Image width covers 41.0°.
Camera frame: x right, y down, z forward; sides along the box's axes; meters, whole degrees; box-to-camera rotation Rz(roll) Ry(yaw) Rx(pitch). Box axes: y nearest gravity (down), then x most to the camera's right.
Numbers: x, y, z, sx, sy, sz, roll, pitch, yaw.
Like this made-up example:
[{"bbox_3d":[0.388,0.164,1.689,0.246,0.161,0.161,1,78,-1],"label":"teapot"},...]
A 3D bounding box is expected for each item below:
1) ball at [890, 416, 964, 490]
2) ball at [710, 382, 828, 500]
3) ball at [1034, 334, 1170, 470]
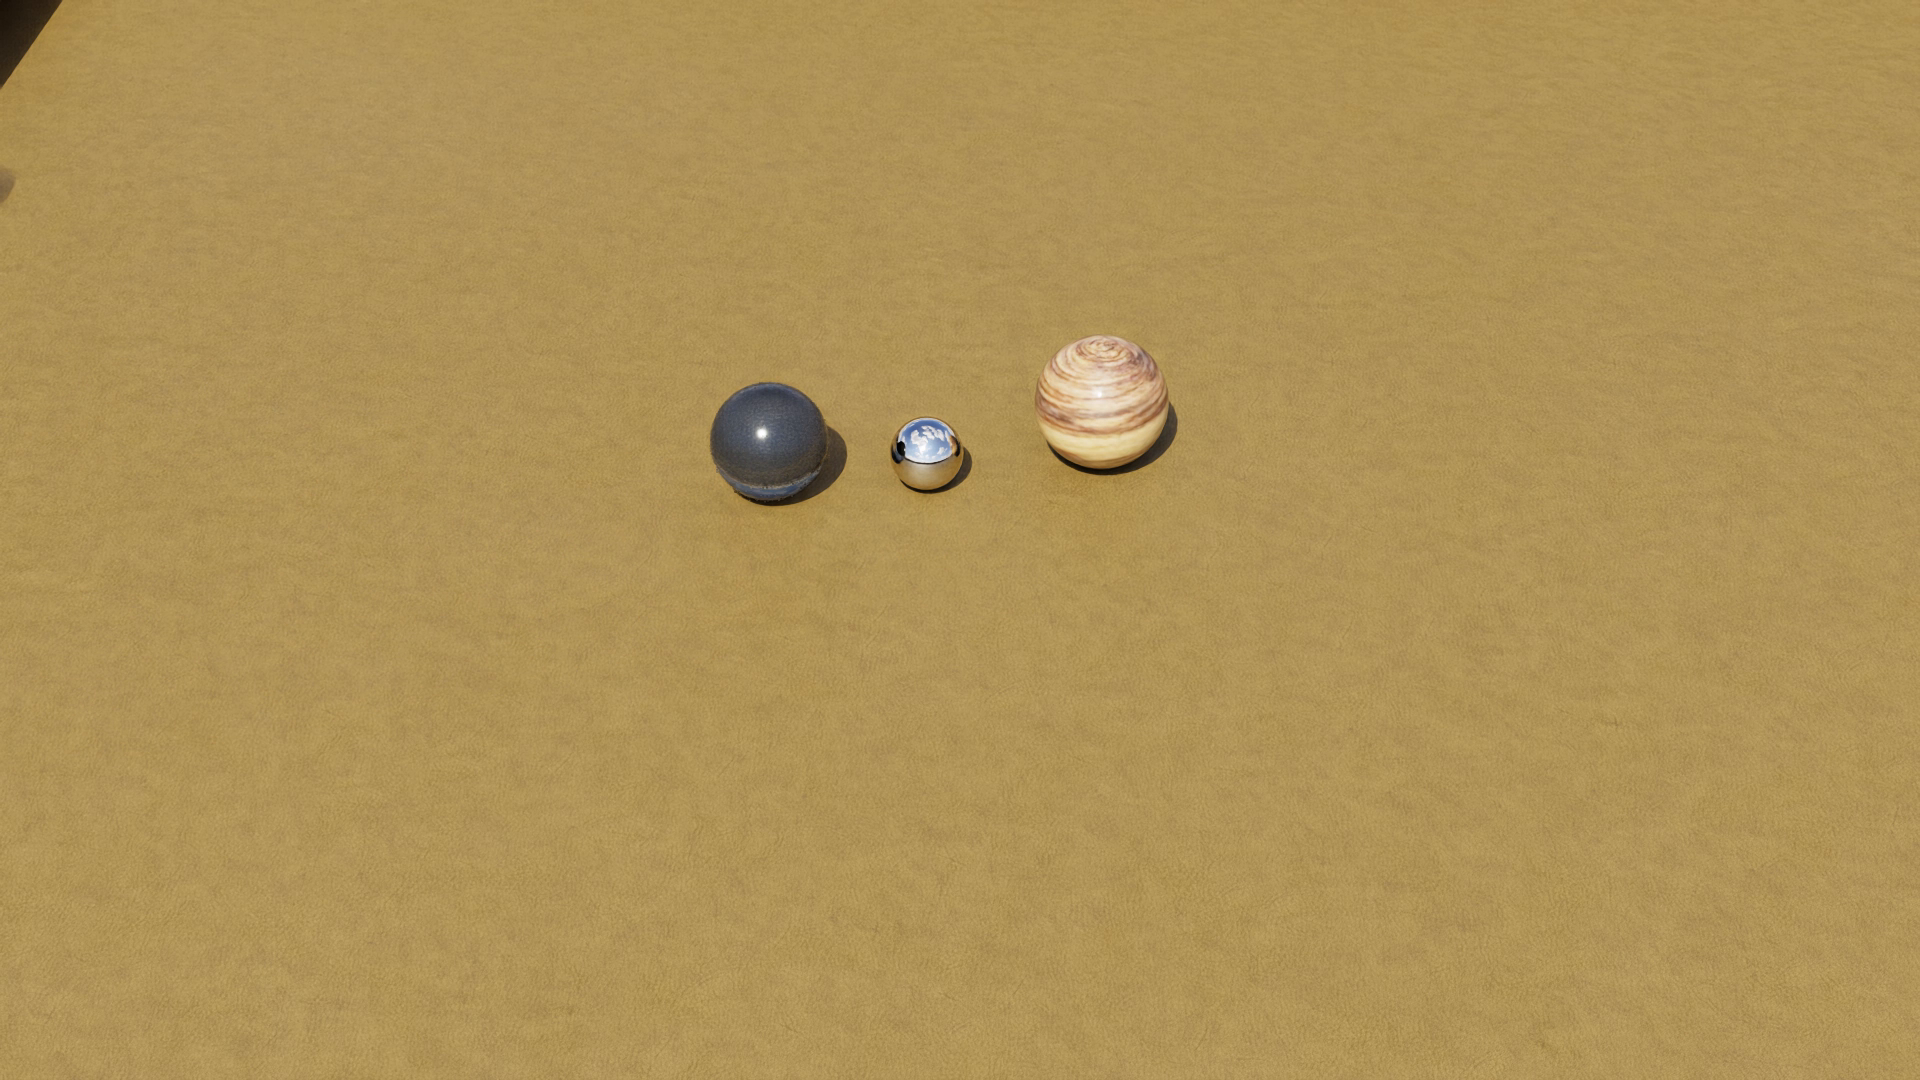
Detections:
[{"bbox_3d":[-0.023,-0.059,1.752,0.051,0.051,0.051,0,36,0],"label":"ball"},{"bbox_3d":[-0.129,-0.067,1.737,0.081,0.081,0.081,0,36,0],"label":"ball"},{"bbox_3d":[0.097,-0.095,1.766,0.093,0.093,0.093,0,36,0],"label":"ball"}]
